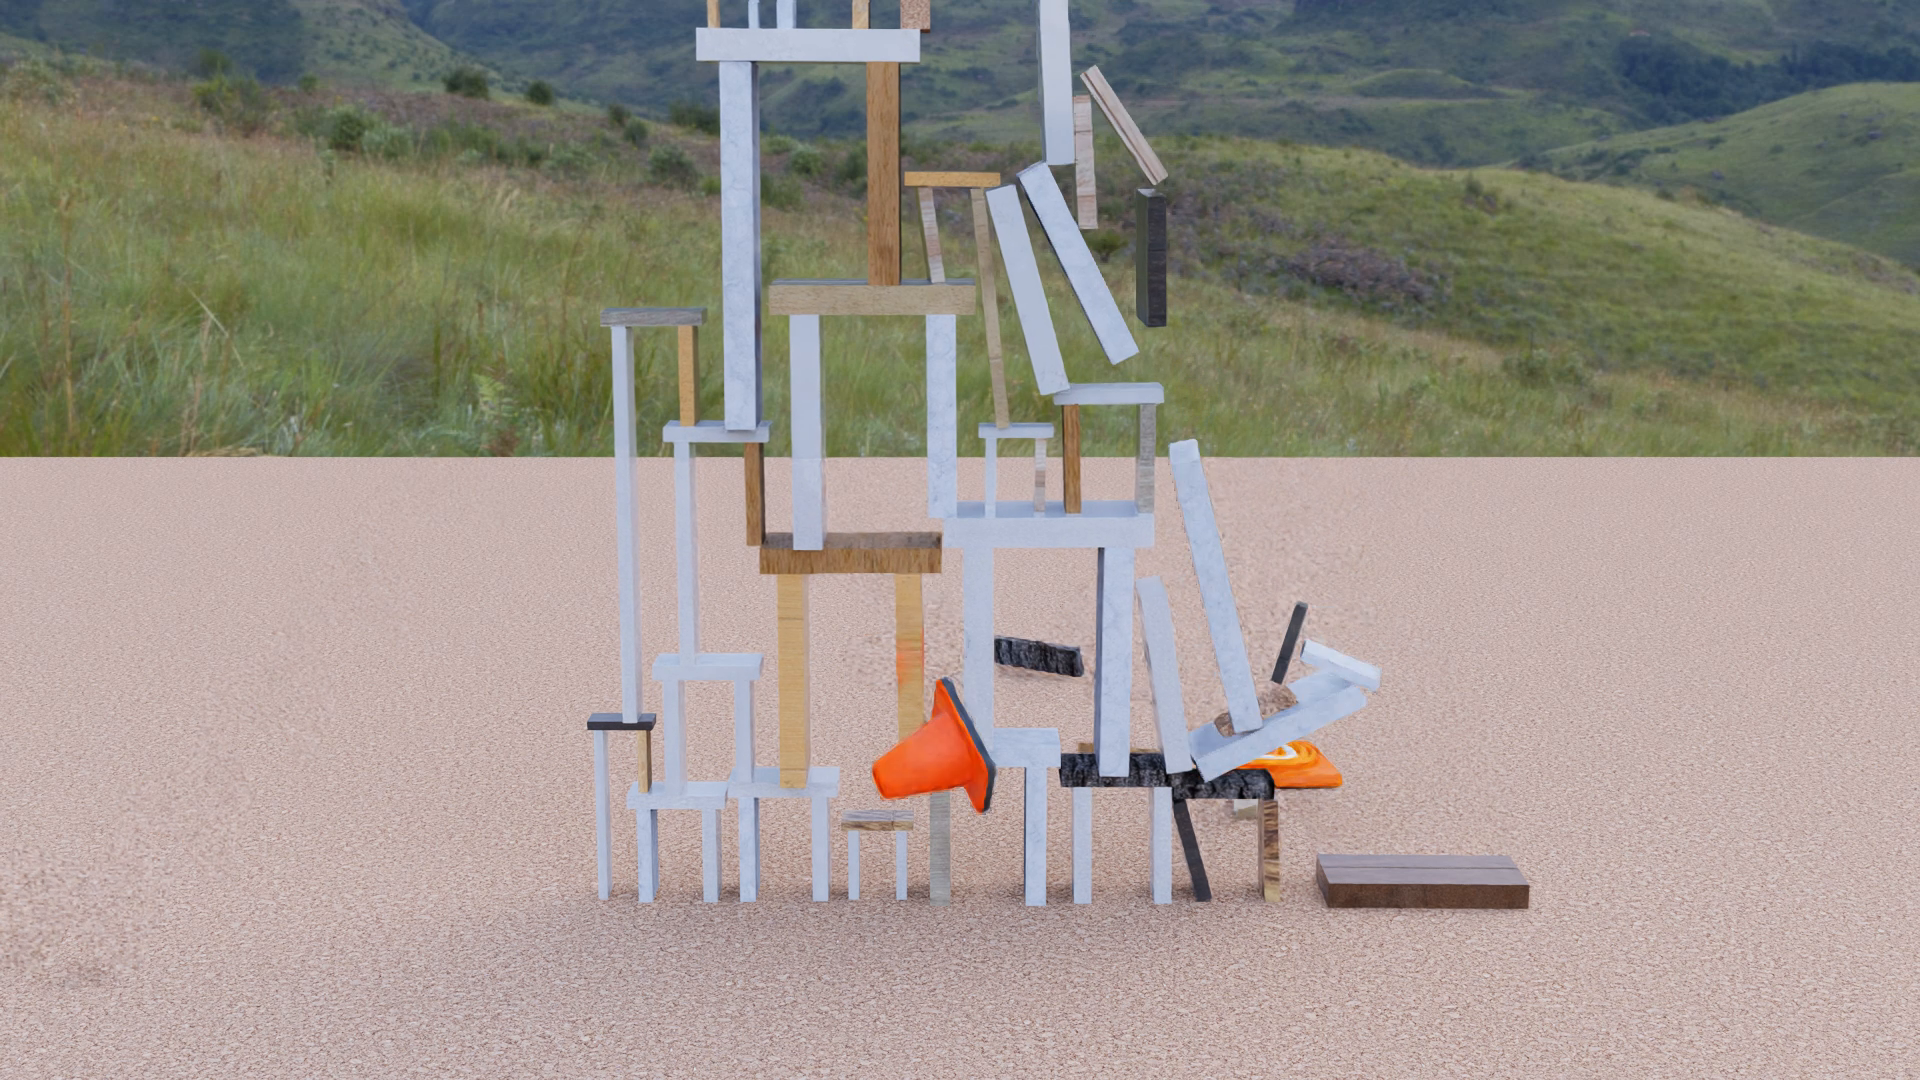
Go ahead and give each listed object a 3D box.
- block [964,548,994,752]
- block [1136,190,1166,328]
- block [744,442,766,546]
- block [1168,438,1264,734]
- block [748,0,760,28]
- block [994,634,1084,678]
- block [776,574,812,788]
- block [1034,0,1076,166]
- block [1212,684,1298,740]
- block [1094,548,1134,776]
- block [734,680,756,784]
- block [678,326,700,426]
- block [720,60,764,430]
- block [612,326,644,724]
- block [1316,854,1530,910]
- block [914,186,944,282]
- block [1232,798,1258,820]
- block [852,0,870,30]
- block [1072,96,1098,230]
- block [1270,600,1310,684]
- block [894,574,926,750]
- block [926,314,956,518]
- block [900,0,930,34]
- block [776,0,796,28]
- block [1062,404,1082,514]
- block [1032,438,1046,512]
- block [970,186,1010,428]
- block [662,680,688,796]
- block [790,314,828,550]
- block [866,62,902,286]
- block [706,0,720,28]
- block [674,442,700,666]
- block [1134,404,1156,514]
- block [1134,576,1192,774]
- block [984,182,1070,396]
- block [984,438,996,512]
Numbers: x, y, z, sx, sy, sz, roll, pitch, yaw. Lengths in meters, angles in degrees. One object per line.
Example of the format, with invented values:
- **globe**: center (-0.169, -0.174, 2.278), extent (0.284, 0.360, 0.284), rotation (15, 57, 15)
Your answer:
- **block**: center (0.030, 0.161, 3.590), extent (0.047, 0.334, 0.167), rotation (0, 11, 0)
- **block**: center (0.302, -0.445, 3.473), extent (0.029, 0.203, 0.102), rotation (-3, 16, -5)
- **block**: center (-0.330, -0.080, 3.540), extent (0.024, 0.167, 0.084), rotation (-1, 11, 0)
- **block**: center (0.416, 0.073, 3.583), extent (0.046, 0.456, 0.163), rotation (-13, 13, 7)
- **block**: center (-0.319, -0.838, 3.403), extent (0.014, 0.096, 0.048), rotation (0, 11, 0)
- **block**: center (0.167, 0.268, 5.135), extent (0.288, 0.067, 0.019), rotation (7, 27, 41)
- **block**: center (-0.271, 0.215, 3.602), extent (0.041, 0.354, 0.144), rotation (0, 11, 0)
- **block**: center (0.141, -0.831, 3.408), extent (0.044, 0.489, 0.154), rotation (-3, 11, 0)
- **block**: center (0.492, 0.286, 3.672), extent (0.136, 0.019, 0.068), rotation (-26, 11, 0)
- **block**: center (0.250, 0.181, 3.594), extent (0.047, 0.376, 0.167), rotation (1, 10, 0)
- **block**: center (-0.353, 0.304, 3.615), extent (0.024, 0.173, 0.086), rotation (0, 11, 0)
- **block**: center (-0.432, -0.266, 3.510), extent (0.023, 0.159, 0.080), rotation (0, 11, 0)
- **block**: center (-0.344, -0.465, 3.475), extent (0.048, 0.564, 0.169), rotation (0, 10, -1)
- **block**: center (-0.537, -0.027, 3.555), extent (0.023, 0.645, 0.080), rotation (0, 11, 0)
- **block**: center (0.768, 0.569, 3.667), extent (0.326, 0.042, 0.148), rotation (0, 11, 1)
- **block**: center (-0.049, -0.485, 3.482), extent (0.021, 0.149, 0.075), rotation (-9, 11, -5)
- **block**: center (0.547, 0.484, 4.119), extent (0.068, 0.019, 0.136), rotation (-18, 10, 7)
- **block**: center (-0.153, -0.874, 3.398), extent (0.024, 0.173, 0.086), rotation (0, 11, -1)
- **block**: center (0.192, -0.592, 3.447), extent (0.029, 0.203, 0.102), rotation (-4, 10, 0)
- **block**: center (0.545, 0.169, 3.631), extent (0.019, 0.133, 0.067), rotation (19, 8, 11)
- **block**: center (-0.081, 0.183, 3.595), extent (0.041, 0.289, 0.144), rotation (-1, 11, 0)
- **block**: center (-0.029, -0.207, 3.520), extent (0.045, 0.320, 0.160), rotation (0, 11, 0)
- **block**: center (-0.071, -0.941, 3.385), extent (0.044, 0.308, 0.154), rotation (-1, 11, 0)
- **block**: center (-0.268, -0.875, 3.397), extent (0.024, 0.173, 0.086), rotation (0, 11, 0)
- **block**: center (0.179, -0.136, 3.536), extent (0.025, 0.174, 0.087), rotation (-2, 10, 0)
- **block**: center (0.128, -0.109, 3.544), extent (0.017, 0.119, 0.059), rotation (1, 11, -1)
- **block**: center (0.047, -0.371, 3.496), extent (0.021, 0.380, 0.075), rotation (-6, 11, 0)
- **block**: center (-0.469, 0.315, 3.616), extent (0.024, 0.194, 0.086), rotation (0, 11, 0)
- **block**: center (-0.242, -0.182, 3.525), extent (0.045, 0.372, 0.160), rotation (0, 11, 0)
- **block**: center (-0.118, -0.576, 3.453), extent (0.048, 0.338, 0.169), rotation (0, 11, 0)
- **block**: center (-0.382, -0.838, 3.403), extent (0.014, 0.096, 0.048), rotation (-1, 11, 0)
- **block**: center (-0.441, 0.017, 3.556), extent (0.024, 0.365, 0.084), rotation (0, 11, 0)
- **block**: center (0.298, -0.136, 3.536), extent (0.025, 0.174, 0.087), rotation (0, 11, 0)
- **block**: center (0.333, 0.219, 3.604), extent (0.042, 0.295, 0.148), rotation (-9, 10, 2)
- **block**: center (0.104, -0.400, 3.487), extent (0.046, 0.327, 0.163), rotation (-15, 10, 2)
- **block**: center (0.049, -0.109, 3.545), extent (0.017, 0.119, 0.059), rotation (0, 11, -1)
